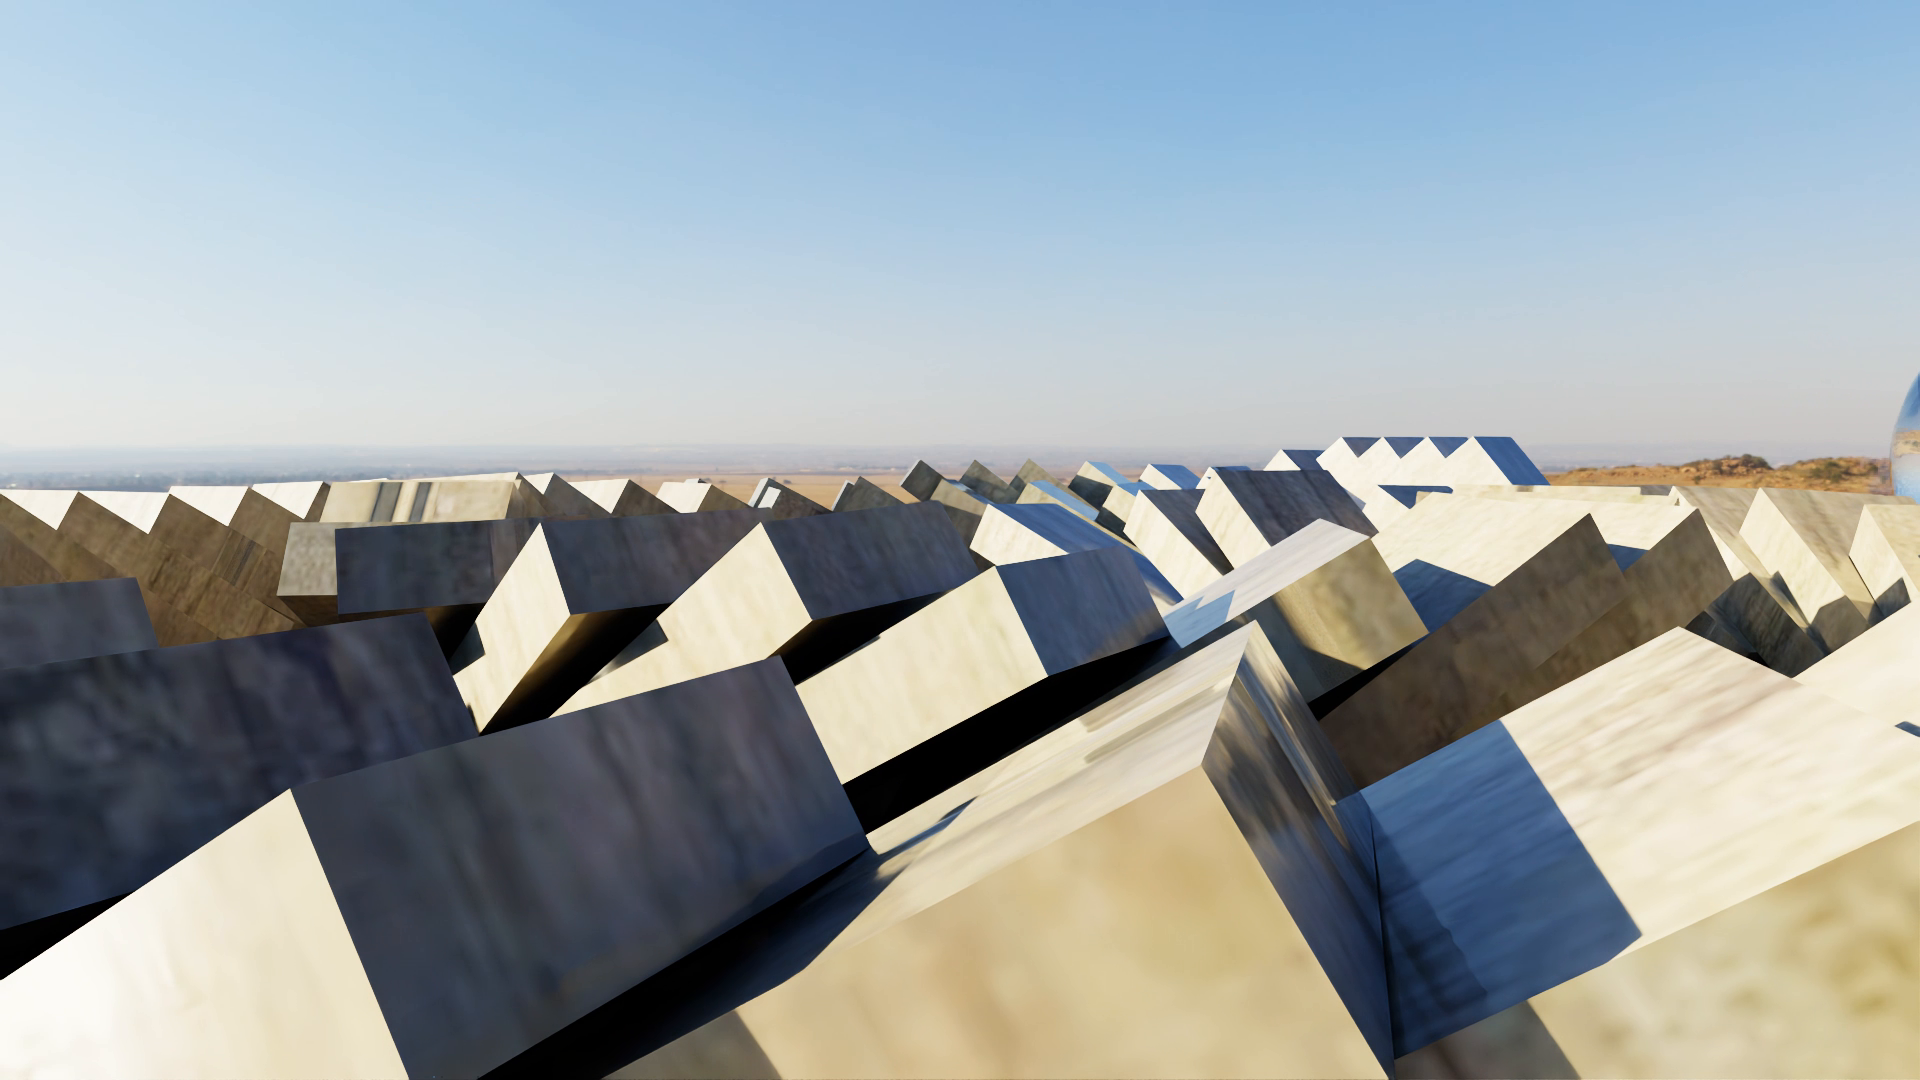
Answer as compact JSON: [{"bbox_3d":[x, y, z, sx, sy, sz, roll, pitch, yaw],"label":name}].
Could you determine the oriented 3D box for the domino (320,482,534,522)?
[{"bbox_3d":[-0.073,0.009,0.194,0.025,0.009,0.050,0,-32,1],"label":"domino"}]

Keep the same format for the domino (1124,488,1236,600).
[{"bbox_3d":[0.054,0.008,0.234,0.025,0.010,0.050,-2,36,-29],"label":"domino"}]

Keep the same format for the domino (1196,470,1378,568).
[{"bbox_3d":[0.063,0.007,0.218,0.025,0.009,0.050,-2,42,-24],"label":"domino"}]

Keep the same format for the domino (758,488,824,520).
[{"bbox_3d":[-0.023,0.004,0.298,0.050,0.010,0.025,29,-3,-14],"label":"domino"}]

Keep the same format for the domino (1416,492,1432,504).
[{"bbox_3d":[0.081,0.011,0.197,0.025,0.009,0.050,6,36,21],"label":"domino"}]

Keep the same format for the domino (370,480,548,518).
[{"bbox_3d":[-0.074,0.008,0.212,0.025,0.009,0.050,1,-32,11],"label":"domino"}]

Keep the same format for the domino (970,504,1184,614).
[{"bbox_3d":[0.029,0.009,0.245,0.050,0.009,0.025,33,20,30],"label":"domino"}]

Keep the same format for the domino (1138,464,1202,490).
[{"bbox_3d":[0.077,-0.004,0.378,0.050,0.010,0.025,41,22,25],"label":"domino"}]

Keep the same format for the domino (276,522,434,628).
[{"bbox_3d":[-0.069,0.013,0.175,0.025,0.009,0.050,0,-26,-6],"label":"domino"}]

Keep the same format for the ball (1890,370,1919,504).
[{"bbox_3d":[0.235,-0.017,0.256,0.080,0.080,0.080,0,4,0],"label":"ball"}]

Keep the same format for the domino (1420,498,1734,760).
[{"bbox_3d":[0.054,0.014,0.138,0.050,0.009,0.025,-37,14,-12],"label":"domino"}]

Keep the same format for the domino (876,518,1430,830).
[{"bbox_3d":[0.017,0.016,0.124,0.050,0.009,0.025,-32,1,8],"label":"domino"}]

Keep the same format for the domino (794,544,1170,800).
[{"bbox_3d":[-0.007,0.017,0.122,0.050,0.009,0.025,-32,-13,29],"label":"domino"}]

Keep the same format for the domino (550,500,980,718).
[{"bbox_3d":[-0.024,0.014,0.129,0.050,0.010,0.025,-38,-16,33],"label":"domino"}]

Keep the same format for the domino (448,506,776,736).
[{"bbox_3d":[-0.041,0.014,0.140,0.025,0.009,0.050,-6,-26,-42],"label":"domino"}]

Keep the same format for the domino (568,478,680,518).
[{"bbox_3d":[-0.057,0.005,0.266,0.025,0.009,0.050,0,-29,47],"label":"domino"}]

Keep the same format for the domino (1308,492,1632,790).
[{"bbox_3d":[0.039,0.014,0.131,0.050,0.009,0.025,-36,13,-7],"label":"domino"}]

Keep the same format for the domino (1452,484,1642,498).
[{"bbox_3d":[0.076,0.011,0.175,0.025,0.009,0.050,3,40,34],"label":"domino"}]

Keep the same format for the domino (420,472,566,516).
[{"bbox_3d":[-0.075,0.006,0.230,0.025,0.009,0.050,-2,-32,24],"label":"domino"}]

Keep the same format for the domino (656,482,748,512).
[{"bbox_3d":[-0.042,0.004,0.281,0.050,0.009,0.025,35,-16,-31],"label":"domino"}]

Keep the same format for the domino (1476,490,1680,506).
[{"bbox_3d":[0.067,0.013,0.157,0.025,0.010,0.050,4,40,46],"label":"domino"}]

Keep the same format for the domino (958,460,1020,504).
[{"bbox_3d":[0.022,-0.005,0.381,0.050,0.009,0.025,37,4,0],"label":"domino"}]

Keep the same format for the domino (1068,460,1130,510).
[{"bbox_3d":[0.057,-0.005,0.382,0.050,0.009,0.025,38,14,14],"label":"domino"}]

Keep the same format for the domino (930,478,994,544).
[{"bbox_3d":[0.016,0.002,0.309,0.050,0.009,0.025,31,5,4],"label":"domino"}]

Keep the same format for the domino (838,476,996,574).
[{"bbox_3d":[-0.005,0.002,0.305,0.050,0.009,0.025,31,-1,-5],"label":"domino"}]

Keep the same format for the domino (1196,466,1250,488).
[{"bbox_3d":[0.094,-0.003,0.369,0.050,0.009,0.025,42,27,27],"label":"domino"}]

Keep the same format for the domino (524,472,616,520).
[{"bbox_3d":[-0.069,0.005,0.248,0.025,0.009,0.050,-3,-32,37],"label":"domino"}]

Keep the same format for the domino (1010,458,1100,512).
[{"bbox_3d":[0.038,-0.005,0.381,0.050,0.009,0.025,37,5,3],"label":"domino"}]

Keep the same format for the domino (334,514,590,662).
[{"bbox_3d":[-0.058,0.014,0.153,0.025,0.010,0.050,-4,-26,-22],"label":"domino"}]

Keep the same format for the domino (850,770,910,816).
[{"bbox_3d":[-0.002,0.025,0.171,0.025,0.009,0.050,0,4,4],"label":"domino"}]

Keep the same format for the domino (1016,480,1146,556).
[{"bbox_3d":[0.037,0.003,0.308,0.050,0.010,0.025,32,10,9],"label":"domino"}]
